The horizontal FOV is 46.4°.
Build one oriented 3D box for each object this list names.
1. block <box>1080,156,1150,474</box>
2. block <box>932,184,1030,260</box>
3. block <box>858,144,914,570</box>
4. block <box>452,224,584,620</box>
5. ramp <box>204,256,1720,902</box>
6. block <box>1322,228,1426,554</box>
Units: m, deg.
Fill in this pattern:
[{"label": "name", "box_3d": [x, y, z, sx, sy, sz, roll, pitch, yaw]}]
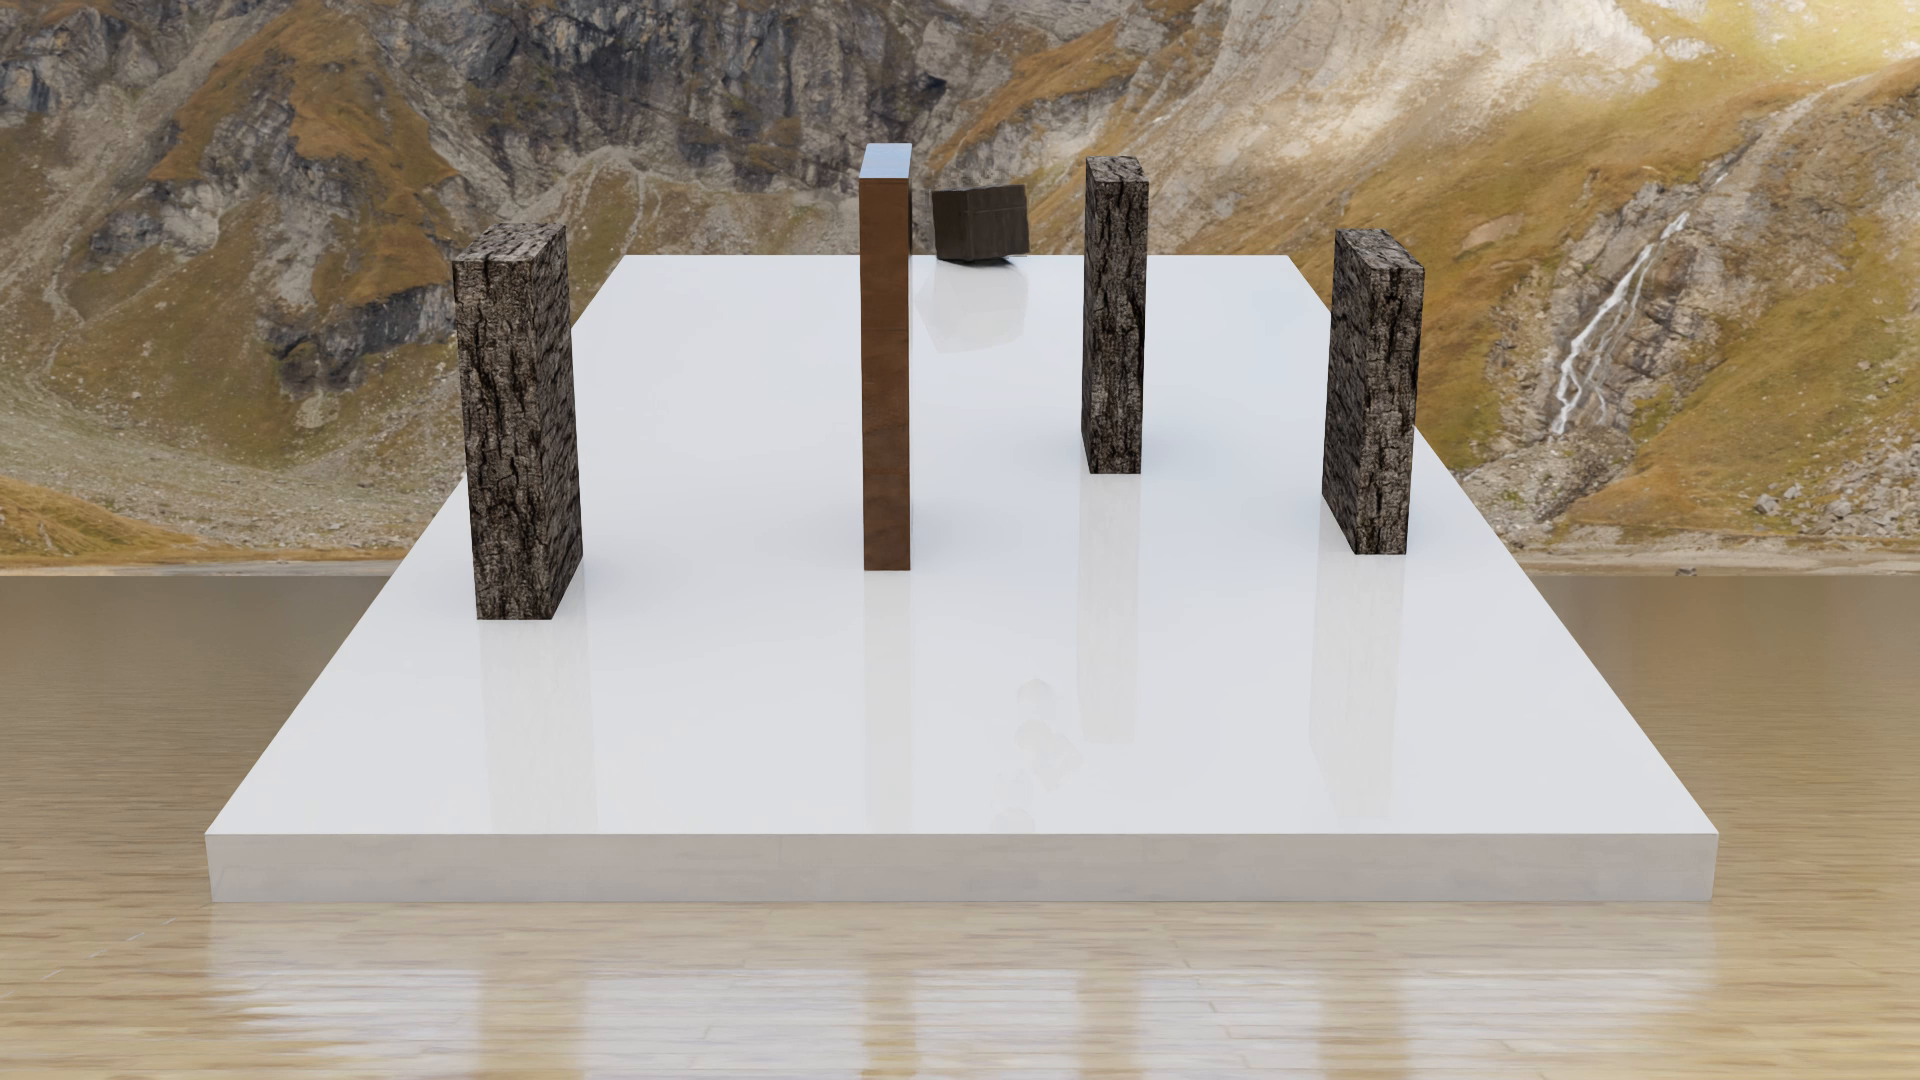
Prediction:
[{"label": "block", "box_3d": [0.316, -0.469, 4.616, 0.104, 0.594, 0.335, 0, 18, 0]}, {"label": "block", "box_3d": [0.061, -0.944, 6.646, 0.202, 0.202, 0.202, -11, 12, -30]}, {"label": "block", "box_3d": [-0.130, -0.339, 4.056, 0.082, 0.696, 0.404, 0, 18, 0]}, {"label": "block", "box_3d": [-0.743, -0.207, 3.796, 0.124, 0.604, 0.336, 0, 18, 0]}, {"label": "ramp", "box_3d": [-0.004, -0.188, 4.873, 2.000, 0.100, 4.000, 0, 18, 0]}, {"label": "block", "box_3d": [0.762, -0.283, 4.161, 0.094, 0.526, 0.384, 0, 18, 0]}]
